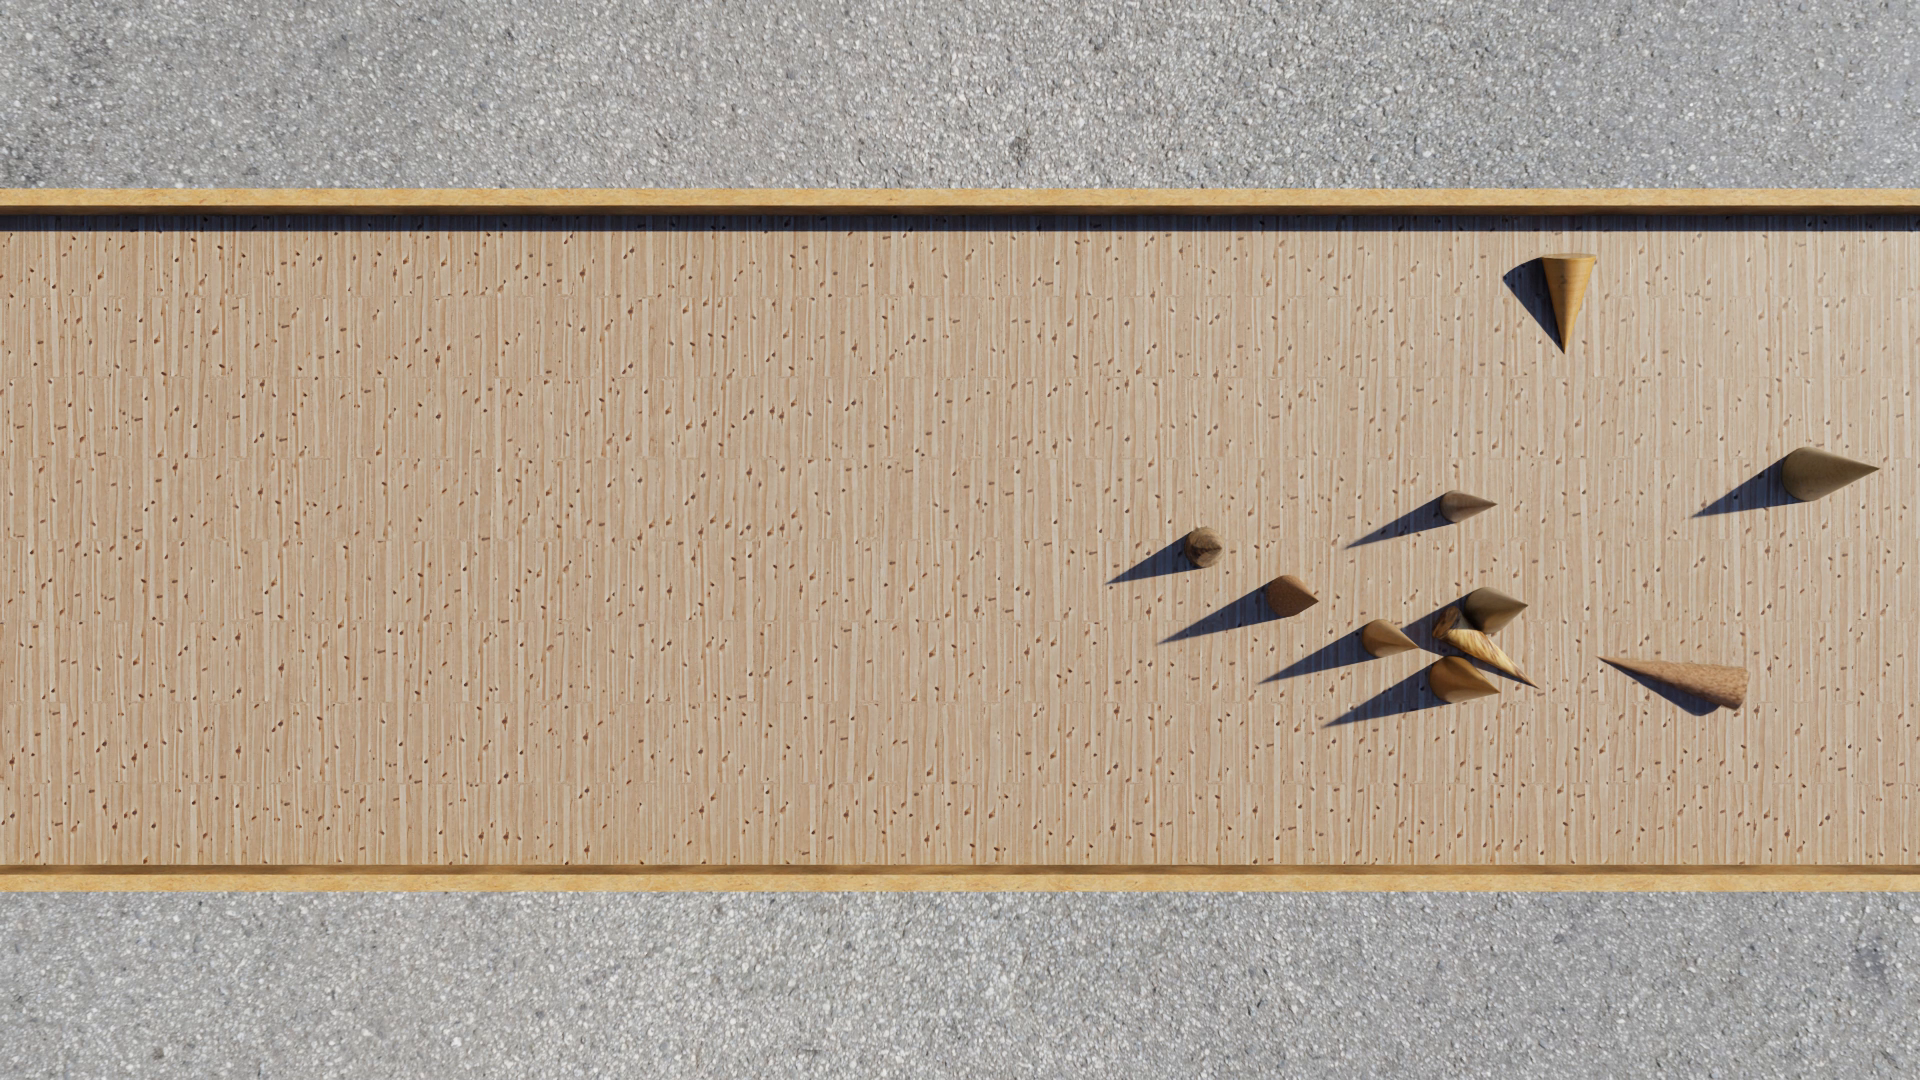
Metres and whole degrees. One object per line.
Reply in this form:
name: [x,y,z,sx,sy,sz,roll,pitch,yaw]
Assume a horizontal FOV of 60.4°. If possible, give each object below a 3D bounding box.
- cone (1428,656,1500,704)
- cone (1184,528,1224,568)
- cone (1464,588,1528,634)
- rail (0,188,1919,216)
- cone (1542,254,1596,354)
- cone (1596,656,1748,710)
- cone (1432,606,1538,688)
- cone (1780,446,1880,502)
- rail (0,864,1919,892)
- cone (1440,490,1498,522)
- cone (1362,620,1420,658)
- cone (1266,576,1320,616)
cone: [1.517,0.428,4.849,0.148,0.455,0.148,0,90,0]
cone: [0.752,0.023,4.903,0.127,0.346,0.127,0,90,0]
cone: [1.621,0.201,4.886,0.145,0.371,0.145,0,85,0]
rail: [-2.247,-1.025,5.002,12.000,0.150,0.050,0,90,0]
cone: [1.853,-0.715,5.038,0.160,0.160,0.304,-3,105,0]
cone: [2.159,0.404,5.043,0.433,0.135,0.135,13,90,9]
cone: [1.634,0.356,5.048,0.386,0.113,0.113,34,90,-8]
cone: [2.609,-0.203,4.874,0.169,0.404,0.169,0,90,0]
rail: [-2.247,1.025,5.001,12.000,0.150,0.050,0,90,0]
cone: [1.526,-0.102,4.876,0.101,0.401,0.101,0,90,0]
cone: [1.295,0.303,4.861,0.119,0.430,0.119,0,90,0]
cone: [1.008,0.172,4.850,0.129,0.454,0.129,0,90,0]
